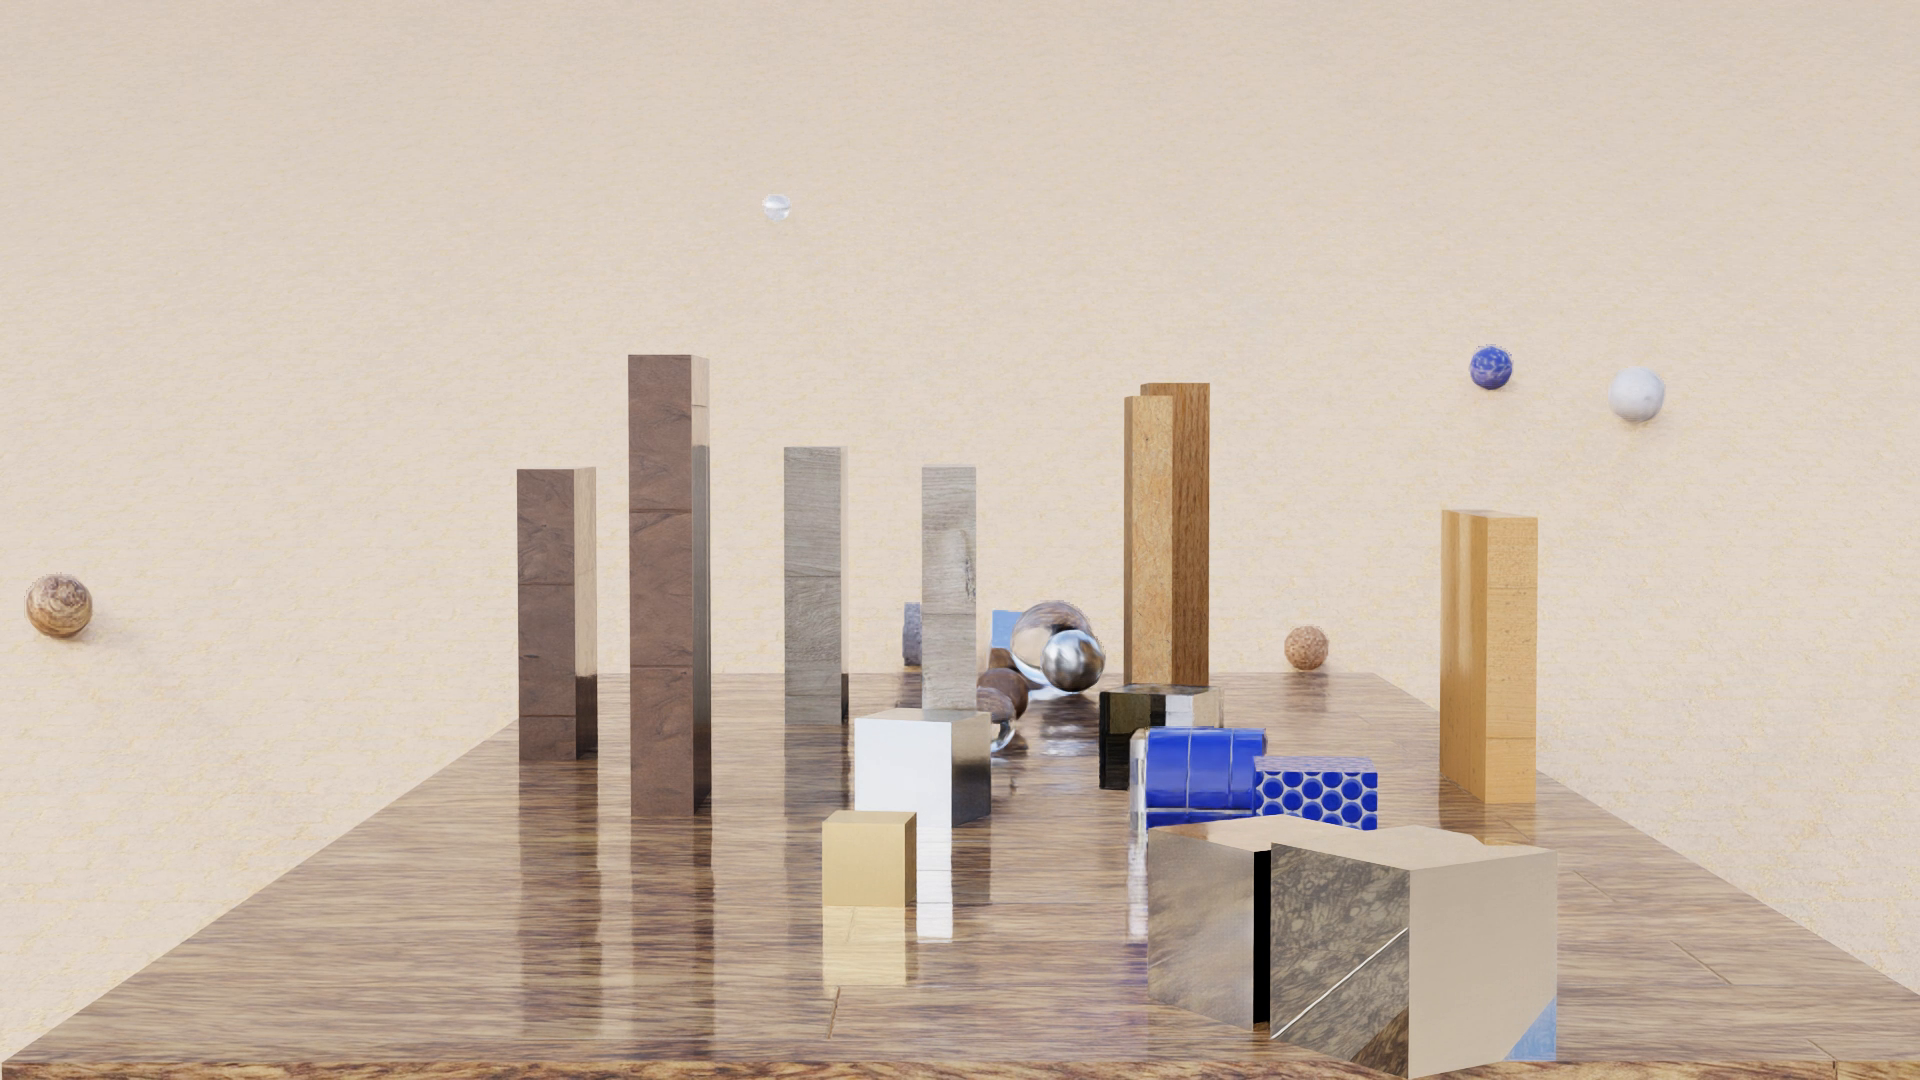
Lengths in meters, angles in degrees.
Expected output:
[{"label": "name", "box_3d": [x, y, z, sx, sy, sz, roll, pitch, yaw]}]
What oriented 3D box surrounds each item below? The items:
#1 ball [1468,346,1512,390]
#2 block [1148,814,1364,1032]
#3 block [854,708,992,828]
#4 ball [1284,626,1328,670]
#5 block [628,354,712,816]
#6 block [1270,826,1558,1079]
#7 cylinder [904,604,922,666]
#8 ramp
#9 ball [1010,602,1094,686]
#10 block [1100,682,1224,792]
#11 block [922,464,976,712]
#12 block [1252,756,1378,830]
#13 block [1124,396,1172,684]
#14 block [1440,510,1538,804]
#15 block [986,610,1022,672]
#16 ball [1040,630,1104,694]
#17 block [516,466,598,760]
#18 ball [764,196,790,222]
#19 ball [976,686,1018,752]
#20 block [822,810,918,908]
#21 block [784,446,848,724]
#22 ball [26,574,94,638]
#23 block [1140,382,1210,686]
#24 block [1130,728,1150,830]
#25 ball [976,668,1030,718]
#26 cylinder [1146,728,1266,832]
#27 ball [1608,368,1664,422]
[{"label": "ball", "box_3d": [1.813, -0.587, 8.789, 0.146, 0.146, 0.146, 0, 23, 0]}, {"label": "block", "box_3d": [0.334, 0.409, 2.785, 0.187, 0.187, 0.187, -2, 3, -31]}, {"label": "block", "box_3d": [-0.058, 0.362, 4.112, 0.165, 0.165, 0.165, 1, 3, 23]}, {"label": "ball", "box_3d": [0.909, 0.283, 6.752, 0.117, 0.117, 0.117, 0, 23, 0]}, {"label": "block", "box_3d": [-0.479, 0.067, 4.273, 0.101, 0.741, 0.305, 0, 3, 0]}, {"label": "block", "box_3d": [0.457, 0.410, 2.603, 0.202, 0.202, 0.202, -2, 3, -34]}, {"label": "cylinder", "box_3d": [-0.063, 0.250, 6.762, 0.163, 0.163, 0.163, 1, 23, 3]}, {"label": "ramp", "box_3d": [0.053, 0.476, 4.536, 2.000, 0.100, 4.000, 0, 3, 0]}, {"label": "ball", "box_3d": [0.222, 0.250, 6.189, 0.205, 0.205, 0.205, 0, 23, 0]}, {"label": "block", "box_3d": [0.352, 0.344, 4.476, 0.169, 0.169, 0.169, 1, 3, 24]}, {"label": "block", "box_3d": [-0.018, 0.153, 4.380, 0.089, 0.559, 0.371, 0, 3, 0]}, {"label": "block", "box_3d": [0.486, 0.389, 3.539, 0.162, 0.162, 0.162, 0, 3, 5]}, {"label": "block", "box_3d": [0.399, 0.039, 5.484, 0.082, 0.689, 0.277, 0, 3, 0]}, {"label": "block", "box_3d": [0.913, 0.191, 4.465, 0.083, 0.475, 0.407, 0, 3, 0]}, {"label": "block", "box_3d": [0.153, 0.296, 6.610, 0.158, 0.158, 0.158, 5, 36, -1]}, {"label": "ball", "box_3d": [0.264, 0.283, 6.020, 0.149, 0.149, 0.149, 0, 23, 0]}, {"label": "block", "box_3d": [-0.773, 0.134, 4.953, 0.107, 0.547, 0.294, 0, 3, 0]}, {"label": "ball", "box_3d": [-0.765, -1.384, 10.734, 0.109, 0.109, 0.109, 0, 23, 0]}, {"label": "ball", "box_3d": [0.045, 0.345, 4.923, 0.129, 0.129, 0.129, 0, 23, 0]}, {"label": "block", "box_3d": [-0.119, 0.421, 3.409, 0.109, 0.109, 0.109, 0, 3, 7]}, {"label": "block", "box_3d": [-0.309, 0.088, 5.587, 0.119, 0.582, 0.380, 0, 3, 0]}, {"label": "ball", "box_3d": [-2.425, 0.179, 6.930, 0.171, 0.171, 0.171, 0, 23, 0]}, {"label": "block", "box_3d": [0.488, 0.005, 5.878, 0.135, 0.722, 0.279, 0, 3, 0]}, {"label": "block", "box_3d": [0.343, 0.377, 4.041, 0.142, 0.142, 0.142, 0, 3, 9]}, {"label": "ball", "box_3d": [0.085, 0.327, 5.396, 0.120, 0.120, 0.120, 0, 23, 0]}, {"label": "cylinder", "box_3d": [0.372, 0.370, 3.877, 0.170, 0.170, 0.170, 0, 23, 9]}, {"label": "ball", "box_3d": [2.230, -0.476, 8.480, 0.180, 0.180, 0.180, 0, 23, 0]}]
